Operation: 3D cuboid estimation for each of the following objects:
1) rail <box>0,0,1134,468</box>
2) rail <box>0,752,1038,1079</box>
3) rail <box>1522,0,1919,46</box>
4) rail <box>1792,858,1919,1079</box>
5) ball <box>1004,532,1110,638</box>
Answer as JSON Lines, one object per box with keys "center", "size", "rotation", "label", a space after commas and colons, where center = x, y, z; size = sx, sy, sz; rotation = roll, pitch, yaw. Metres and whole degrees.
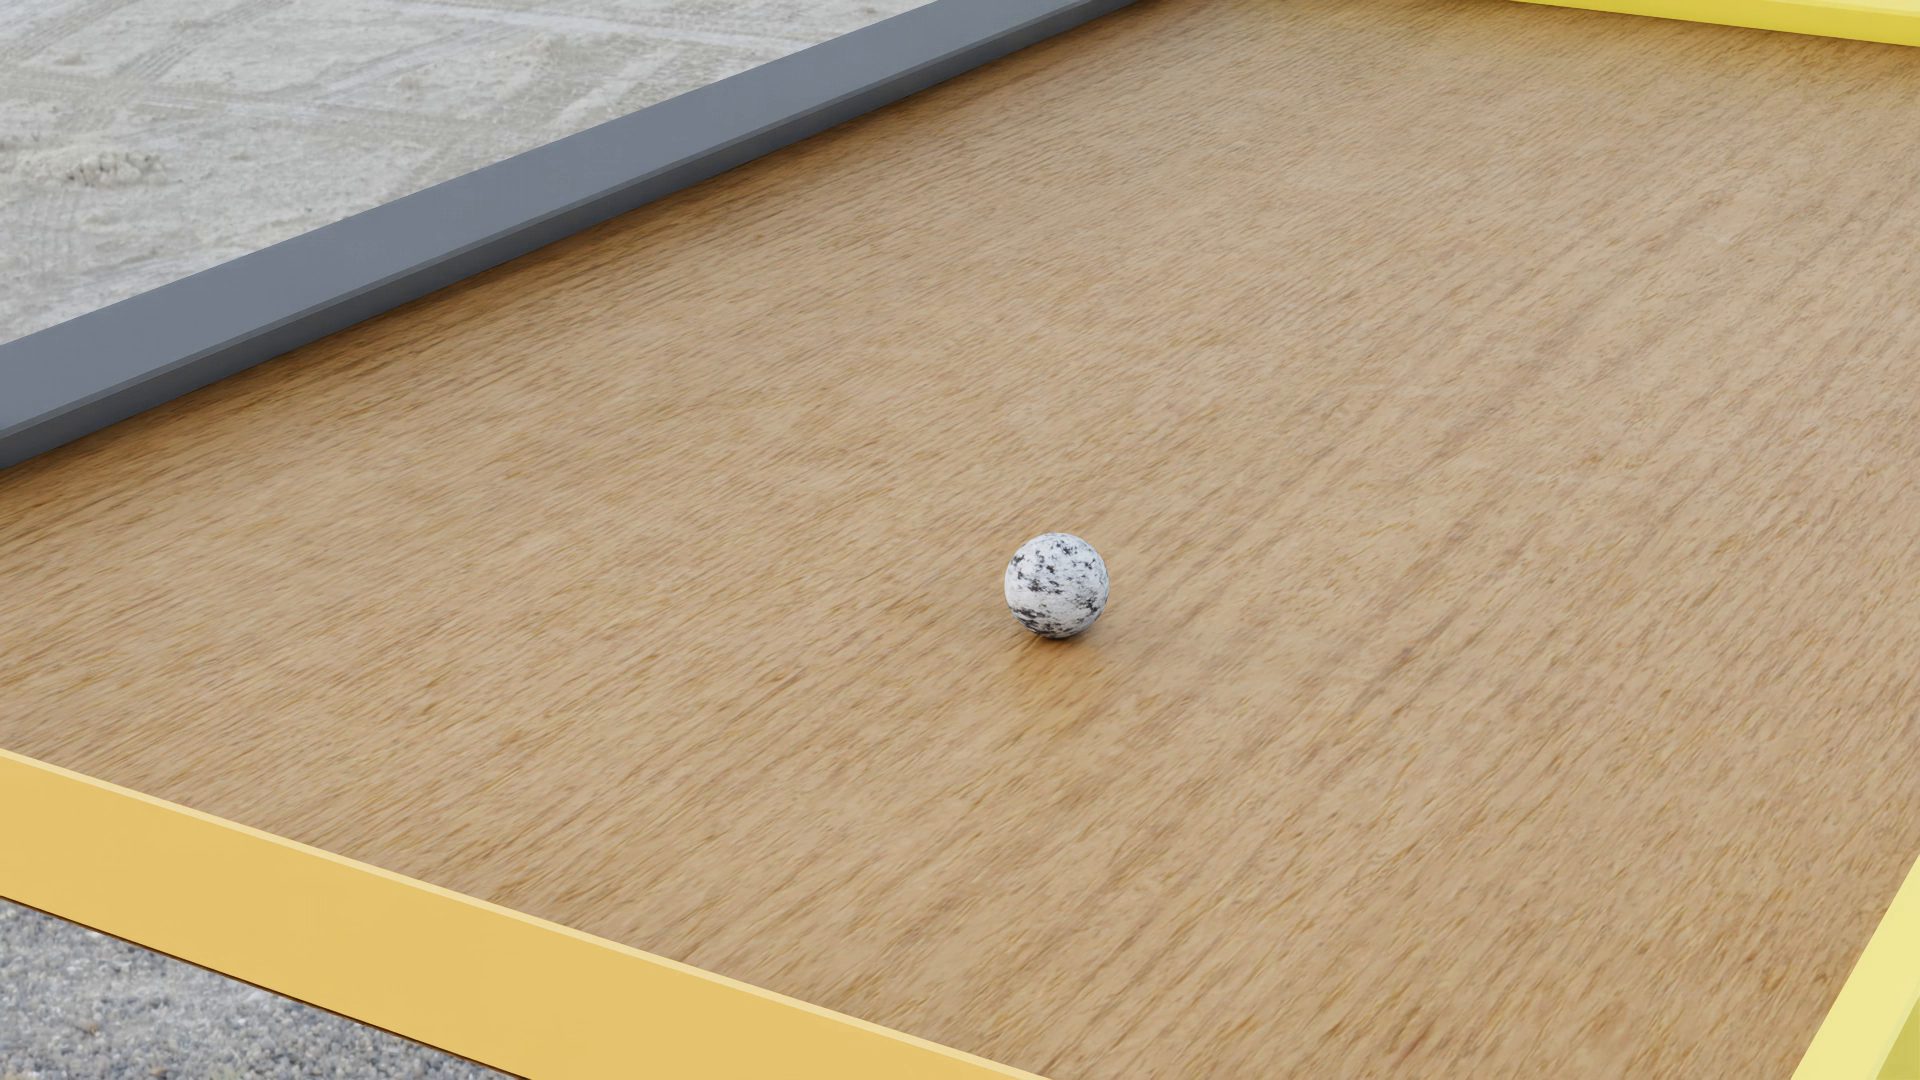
{"center": [-0.288, -0.373, 2.870], "size": [0.045, 0.094, 2.613], "rotation": [13, 26, 28], "label": "rail"}
{"center": [-0.315, 0.192, 1.517], "size": [1.467, 0.094, 0.045], "rotation": [13, 26, 28], "label": "rail"}
{"center": [0.969, -0.663, 3.568], "size": [1.467, 0.094, 0.045], "rotation": [13, 26, 28], "label": "rail"}
{"center": [0.942, -0.099, 2.214], "size": [0.045, 0.094, 2.613], "rotation": [13, 26, 28], "label": "rail"}
{"center": [0.064, 0.030, 1.939], "size": [0.069, 0.069, 0.069], "rotation": [0, 23, 0], "label": "ball"}
